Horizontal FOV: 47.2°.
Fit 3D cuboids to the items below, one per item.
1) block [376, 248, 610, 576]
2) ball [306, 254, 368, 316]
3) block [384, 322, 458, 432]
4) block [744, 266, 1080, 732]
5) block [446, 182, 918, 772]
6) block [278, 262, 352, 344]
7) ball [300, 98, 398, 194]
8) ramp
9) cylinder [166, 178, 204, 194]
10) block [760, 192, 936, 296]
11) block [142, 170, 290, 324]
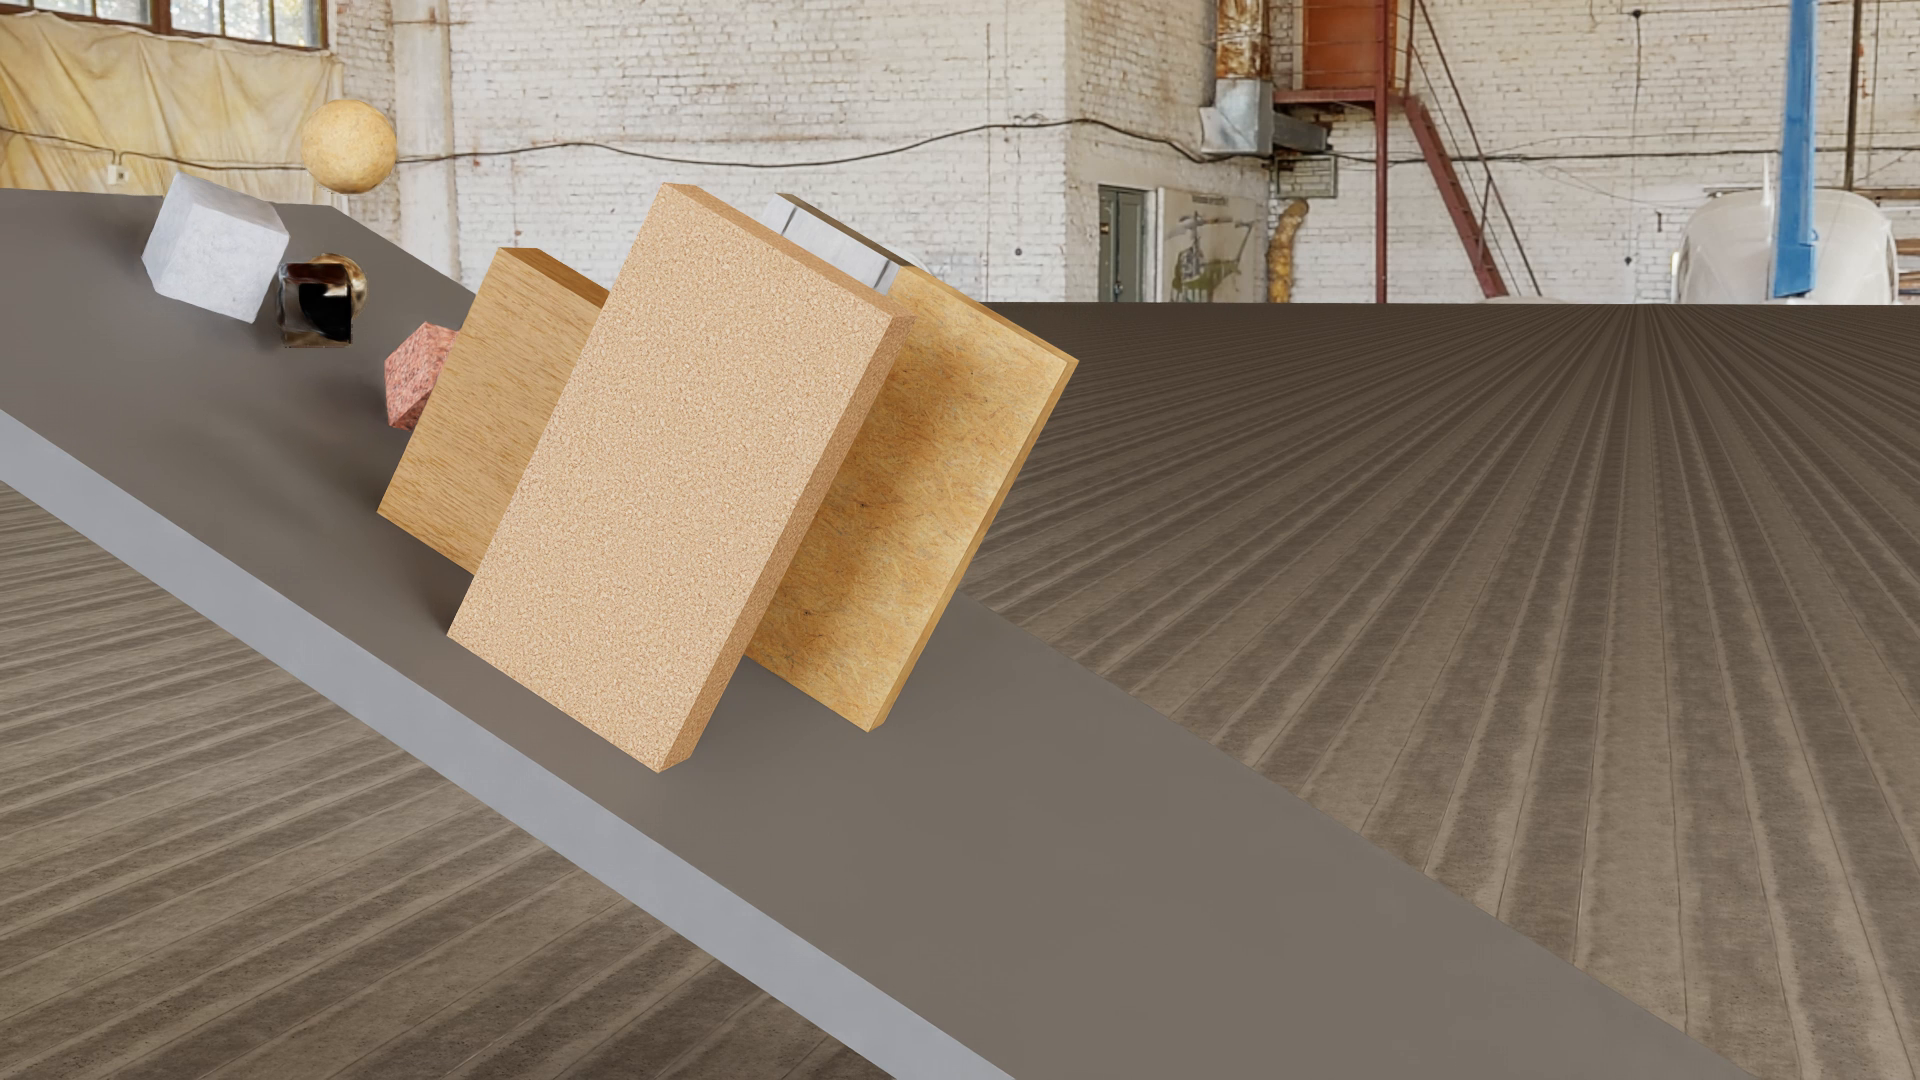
[{"bbox_3d":[-0.718,-0.185,3.755,0.355,0.515,0.138,31,14,11],"label":"block"},{"bbox_3d":[-1.310,-0.525,4.587,0.144,0.144,0.144,0,7,0],"label":"ball"},{"bbox_3d":[-1.002,-0.302,4.253,0.150,0.150,0.150,15,-37,-42],"label":"block"},{"bbox_3d":[-0.122,-0.071,3.961,0.344,0.766,0.085,31,14,11],"label":"block"},{"bbox_3d":[-0.436,-0.093,3.383,0.411,0.799,0.120,31,14,11],"label":"block"},{"bbox_3d":[-1.260,-0.461,4.290,0.124,0.124,0.124,-2,25,-23],"label":"block"},{"bbox_3d":[-1.184,-0.762,4.261,0.182,0.182,0.182,0,7,0],"label":"ball"},{"bbox_3d":[-0.206,0.340,4.139,4.000,0.100,2.000,31,14,11],"label":"ramp"},{"bbox_3d":[-1.565,-0.660,4.489,0.120,0.120,0.120,-2,35,-13],"label":"cylinder"},{"bbox_3d":[-0.376,-0.418,4.999,0.396,0.618,0.113,31,14,11],"label":"block"},{"bbox_3d":[-1.478,-0.581,4.364,0.194,0.194,0.194,18,18,-36],"label":"block"}]
